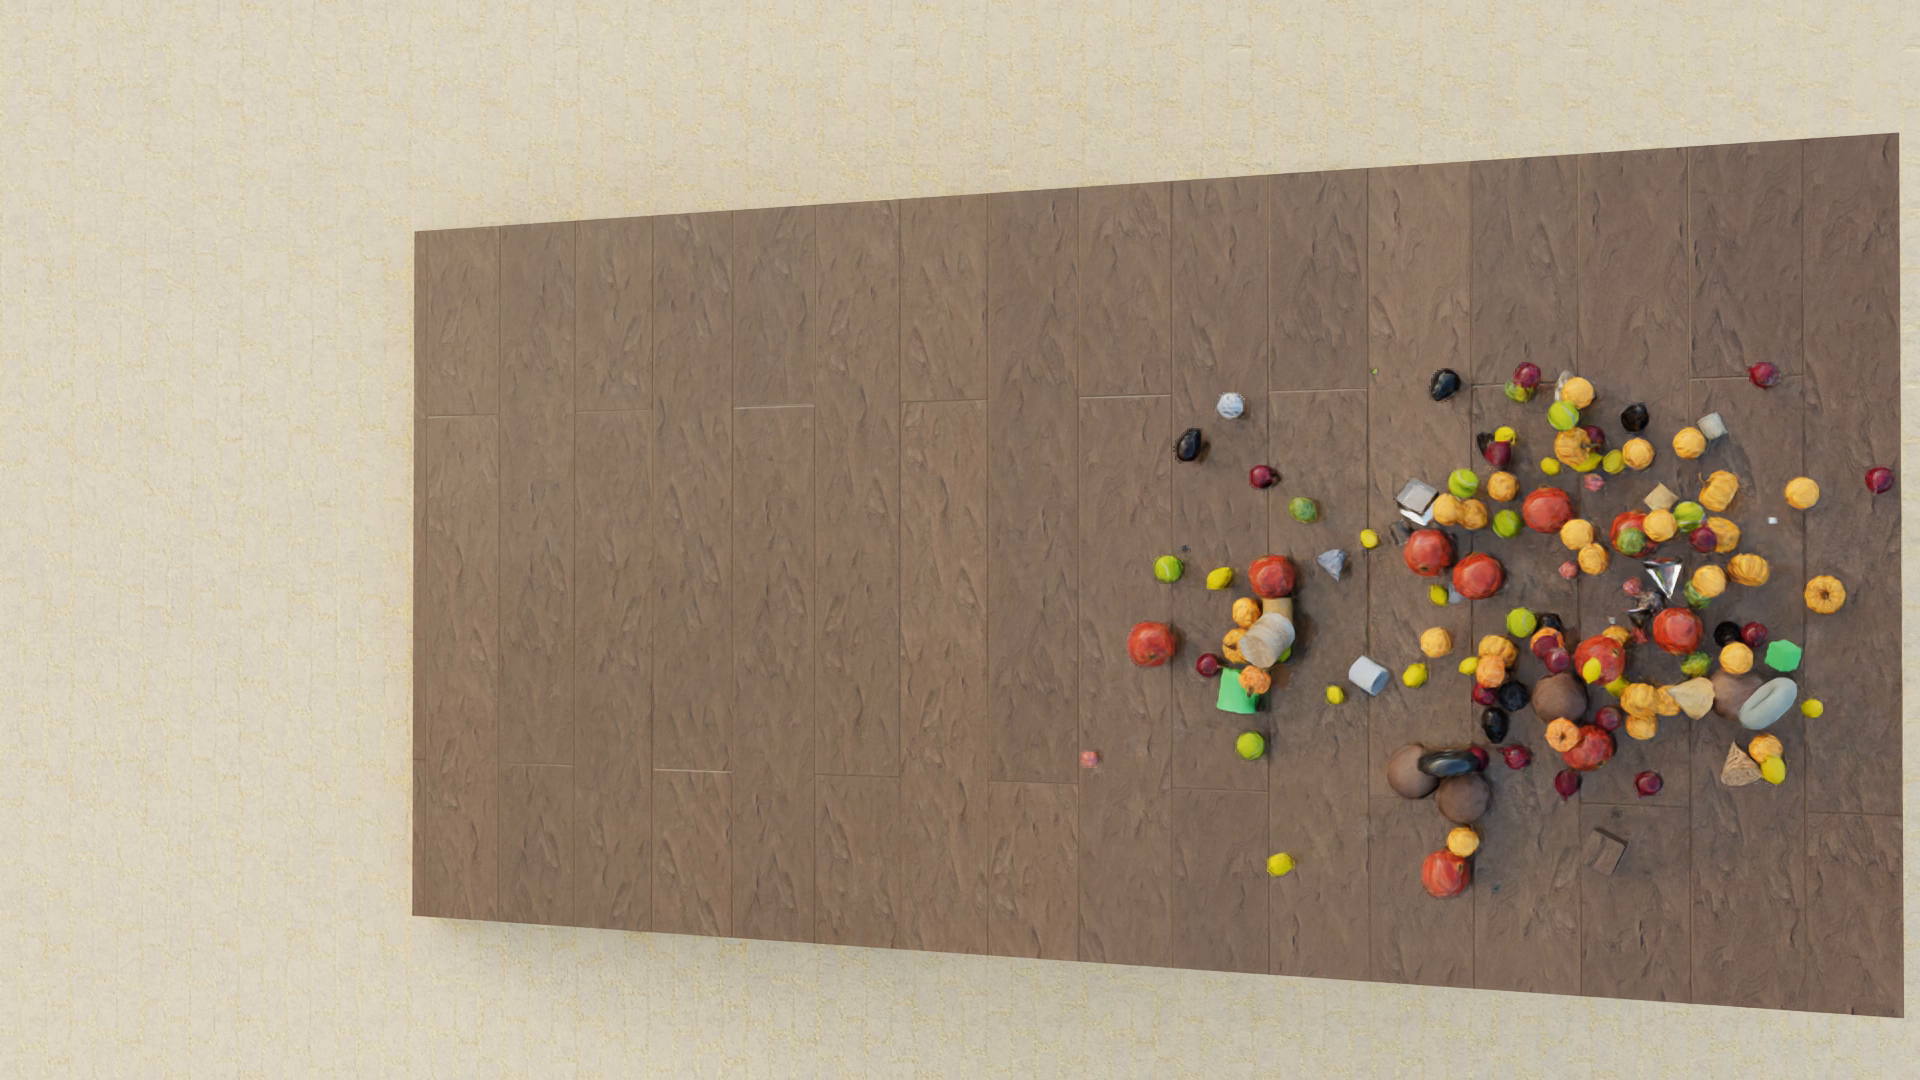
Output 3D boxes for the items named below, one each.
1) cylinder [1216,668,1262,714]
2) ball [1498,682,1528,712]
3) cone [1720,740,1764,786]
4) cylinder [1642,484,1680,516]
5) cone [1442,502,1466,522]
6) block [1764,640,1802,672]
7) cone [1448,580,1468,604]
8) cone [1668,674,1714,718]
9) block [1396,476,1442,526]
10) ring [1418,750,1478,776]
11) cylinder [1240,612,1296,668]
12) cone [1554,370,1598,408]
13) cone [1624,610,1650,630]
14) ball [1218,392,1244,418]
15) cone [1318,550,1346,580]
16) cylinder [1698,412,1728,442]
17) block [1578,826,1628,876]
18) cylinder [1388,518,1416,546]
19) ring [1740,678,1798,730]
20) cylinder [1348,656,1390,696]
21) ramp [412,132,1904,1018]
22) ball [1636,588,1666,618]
[{"bbox_3d":[0.695,0.376,5.469,0.098,0.098,0.098,9,93,0],"label":"cylinder"},{"bbox_3d":[1.317,0.372,5.239,0.071,0.071,0.071,0,89,0],"label":"ball"},{"bbox_3d":[1.787,0.500,5.054,0.095,0.095,0.095,-2,58,0],"label":"cone"},{"bbox_3d":[1.634,-0.094,5.128,0.058,0.058,0.058,41,104,0],"label":"cylinder"},{"bbox_3d":[1.201,-0.066,5.315,0.052,0.052,0.052,8,89,-4],"label":"cone"},{"bbox_3d":[1.878,0.264,5.015,0.051,0.051,0.051,-8,118,-28],"label":"block"},{"bbox_3d":[1.194,0.116,5.316,0.052,0.052,0.052,-23,52,0],"label":"cone"},{"bbox_3d":[1.648,0.351,5.020,0.099,0.099,0.099,9,89,-30],"label":"cone"},{"bbox_3d":[1.102,-0.092,5.281,0.072,0.072,0.072,33,80,31],"label":"block"},{"bbox_3d":[1.147,0.525,5.170,0.143,0.143,0.048,-5,91,0],"label":"ring"},{"bbox_3d":[0.747,0.242,5.341,0.099,0.099,0.099,47,55,1],"label":"cylinder"},{"bbox_3d":[1.469,-0.350,5.205,0.091,0.091,0.091,9,89,-5],"label":"cone"},{"bbox_3d":[1.564,0.174,5.102,0.055,0.055,0.055,26,89,25],"label":"cone"},{"bbox_3d":[0.677,-0.336,5.503,0.065,0.065,0.065,0,89,0],"label":"ball"},{"bbox_3d":[0.919,0.074,5.383,0.071,0.071,0.071,-9,57,0],"label":"cone"},{"bbox_3d":[1.742,-0.262,5.090,0.052,0.052,0.052,-24,80,0],"label":"cylinder"},{"bbox_3d":[1.507,0.730,5.154,0.081,0.081,0.081,26,99,20],"label":"block"},{"bbox_3d":[1.076,-0.019,5.348,0.054,0.054,0.054,-20,81,0],"label":"cylinder"},{"bbox_3d":[1.795,0.364,4.885,0.147,0.147,0.049,-45,89,-1],"label":"ring"},{"bbox_3d":[0.995,0.330,5.354,0.070,0.070,0.070,36,89,35],"label":"cylinder"},{"bbox_3d":[0.282,0.087,5.741,4.000,0.100,2.000,0,89,21],"label":"ramp"},{"bbox_3d":[1.610,0.147,5.129,0.066,0.066,0.066,0,89,0],"label":"ball"}]
